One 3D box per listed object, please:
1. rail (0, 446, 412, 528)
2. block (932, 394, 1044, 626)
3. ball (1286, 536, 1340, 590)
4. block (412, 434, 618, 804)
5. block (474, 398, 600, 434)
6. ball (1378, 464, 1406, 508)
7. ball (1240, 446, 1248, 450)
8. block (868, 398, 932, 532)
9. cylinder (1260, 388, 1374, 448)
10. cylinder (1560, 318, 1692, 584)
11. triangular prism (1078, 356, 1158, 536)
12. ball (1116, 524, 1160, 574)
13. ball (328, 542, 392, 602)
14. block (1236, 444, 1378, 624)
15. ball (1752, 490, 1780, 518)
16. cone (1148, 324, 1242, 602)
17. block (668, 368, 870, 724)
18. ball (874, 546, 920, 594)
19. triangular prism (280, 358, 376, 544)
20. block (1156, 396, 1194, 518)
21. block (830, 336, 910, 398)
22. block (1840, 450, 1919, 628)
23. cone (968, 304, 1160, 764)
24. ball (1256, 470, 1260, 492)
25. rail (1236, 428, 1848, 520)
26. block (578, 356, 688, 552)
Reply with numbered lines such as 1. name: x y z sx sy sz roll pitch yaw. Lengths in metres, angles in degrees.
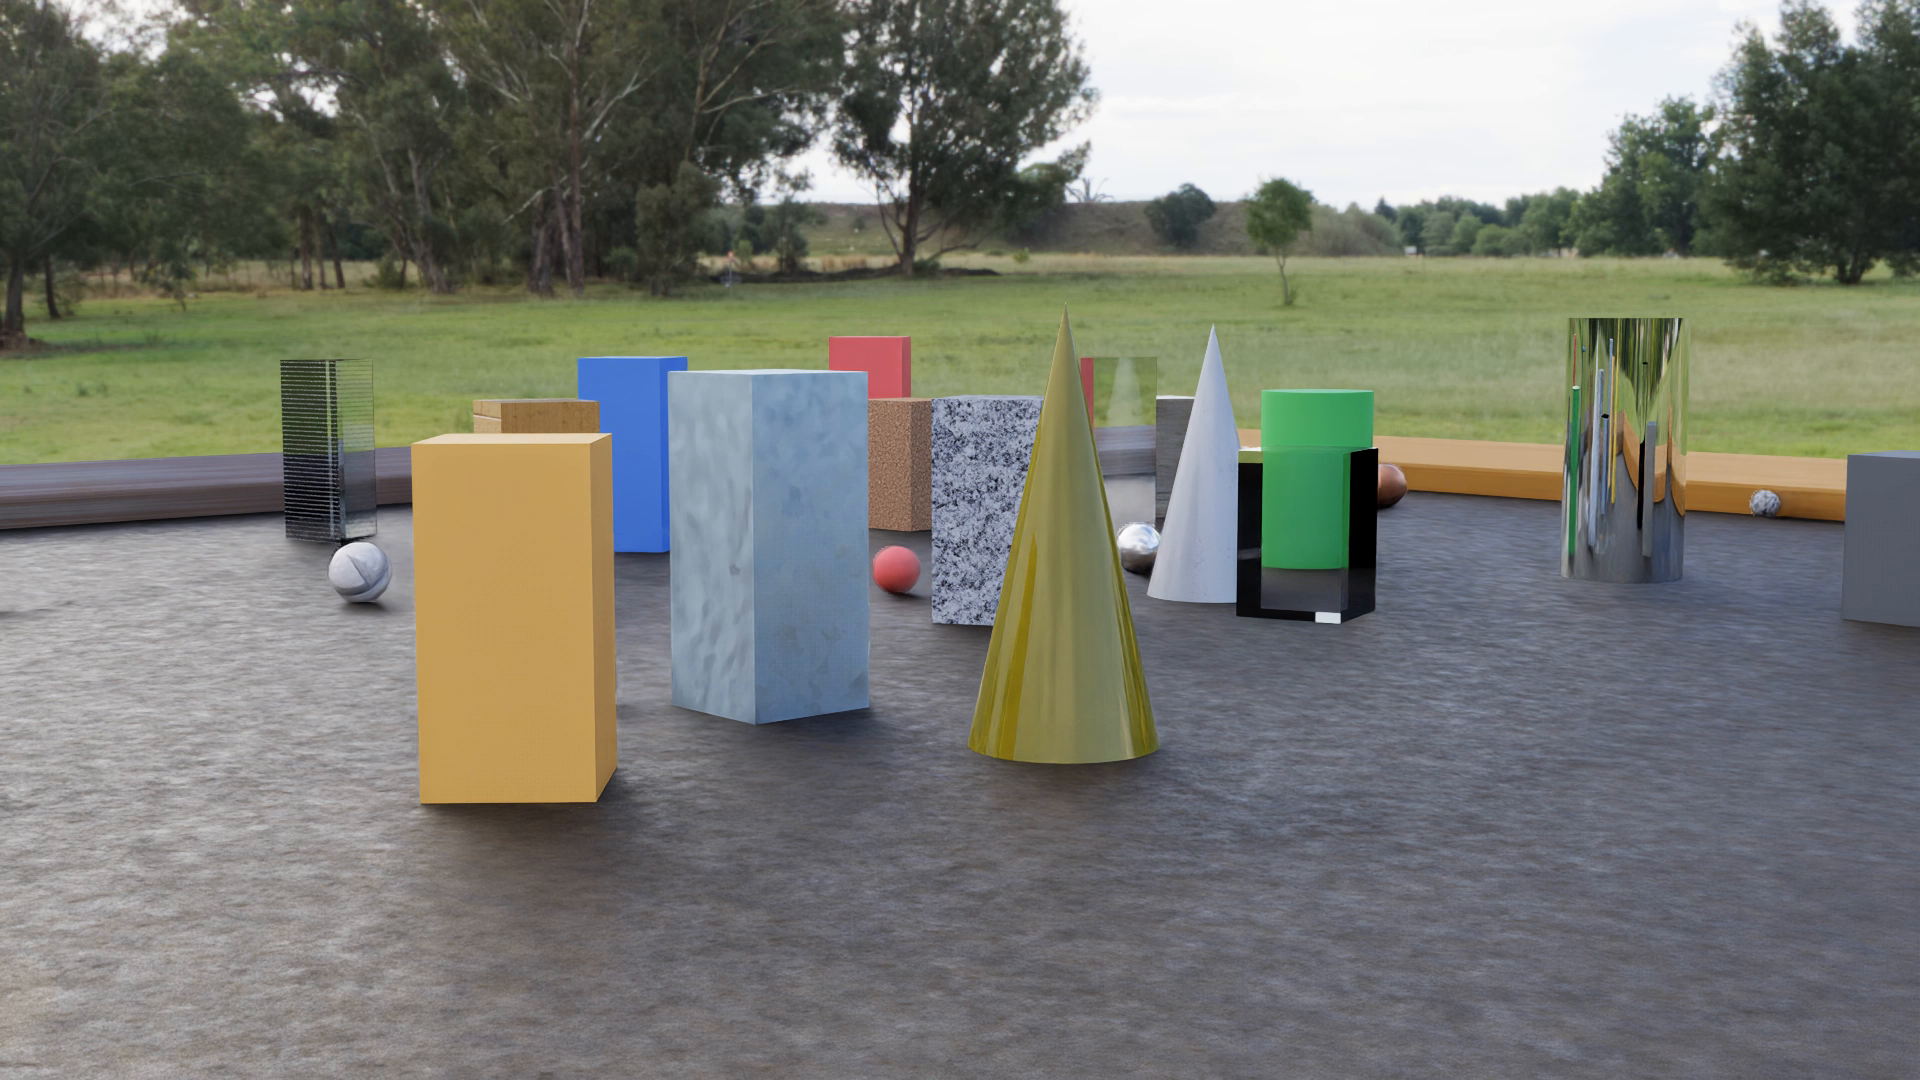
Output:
1. rail: -1.469 -0.132 4.915 4.587 0.129 0.045 -5 8 -42
2. block: 0.059 -0.046 3.183 0.159 0.320 0.159 2 6 17
3. ball: 0.564 0.036 3.519 0.087 0.087 0.087 0 6 0
4. block: -0.413 0.068 2.059 0.159 0.326 0.159 0 6 -2
5. block: -0.677 -0.072 3.524 0.159 0.302 0.159 -3 7 -27
6. ball: 0.963 -0.123 4.990 0.099 0.099 0.099 0 6 0
7. ball: 0.743 -0.200 5.768 0.090 0.090 0.090 0 6 0
8. block: -0.105 -0.159 4.546 0.159 0.262 0.159 5 8 42
9. cylinder: 0.637 -0.116 3.936 0.198 0.302 0.198 0 6 0
10. cylinder: 1.112 -0.154 3.676 0.198 0.432 0.198 0 6 0
11. triangular prism: 0.234 -0.142 3.893 0.172 0.364 0.149 -4 7 -32
12. ball: 0.303 0.015 3.723 0.086 0.086 0.086 0 6 0
13. ball: -0.917 0.049 3.362 0.094 0.094 0.094 0 6 0
14. block: 0.511 -0.013 3.234 0.159 0.243 0.159 3 7 28
15. ball: 1.737 -0.077 4.741 0.058 0.058 0.058 0 6 0
16. cone: 0.394 -0.126 3.440 0.198 0.426 0.198 0 6 0
17. block: -0.214 0.000 2.465 0.159 0.377 0.159 -5 8 -41
18. ball: -0.099 0.047 3.472 0.075 0.075 0.075 0 6 0
19. triangular prism: -1.207 -0.178 4.302 0.172 0.350 0.149 4 7 35
20. block: 0.431 -0.185 4.826 0.159 0.256 0.159 -2 6 -22
21. block: -0.196 -0.253 4.841 0.159 0.387 0.159 1 6 6
22. block: 1.390 -0.004 3.171 0.159 0.238 0.159 -5 8 -41
23. cone: 0.106 -0.015 2.244 0.198 0.453 0.198 0 6 0
24. ball: 0.741 -0.138 5.151 0.095 0.095 0.095 0 6 0
25. rail: 1.668 -0.126 4.863 0.045 0.129 4.380 -5 8 -42
26. block: -0.612 -0.164 4.135 0.159 0.357 0.159 1 6 12
